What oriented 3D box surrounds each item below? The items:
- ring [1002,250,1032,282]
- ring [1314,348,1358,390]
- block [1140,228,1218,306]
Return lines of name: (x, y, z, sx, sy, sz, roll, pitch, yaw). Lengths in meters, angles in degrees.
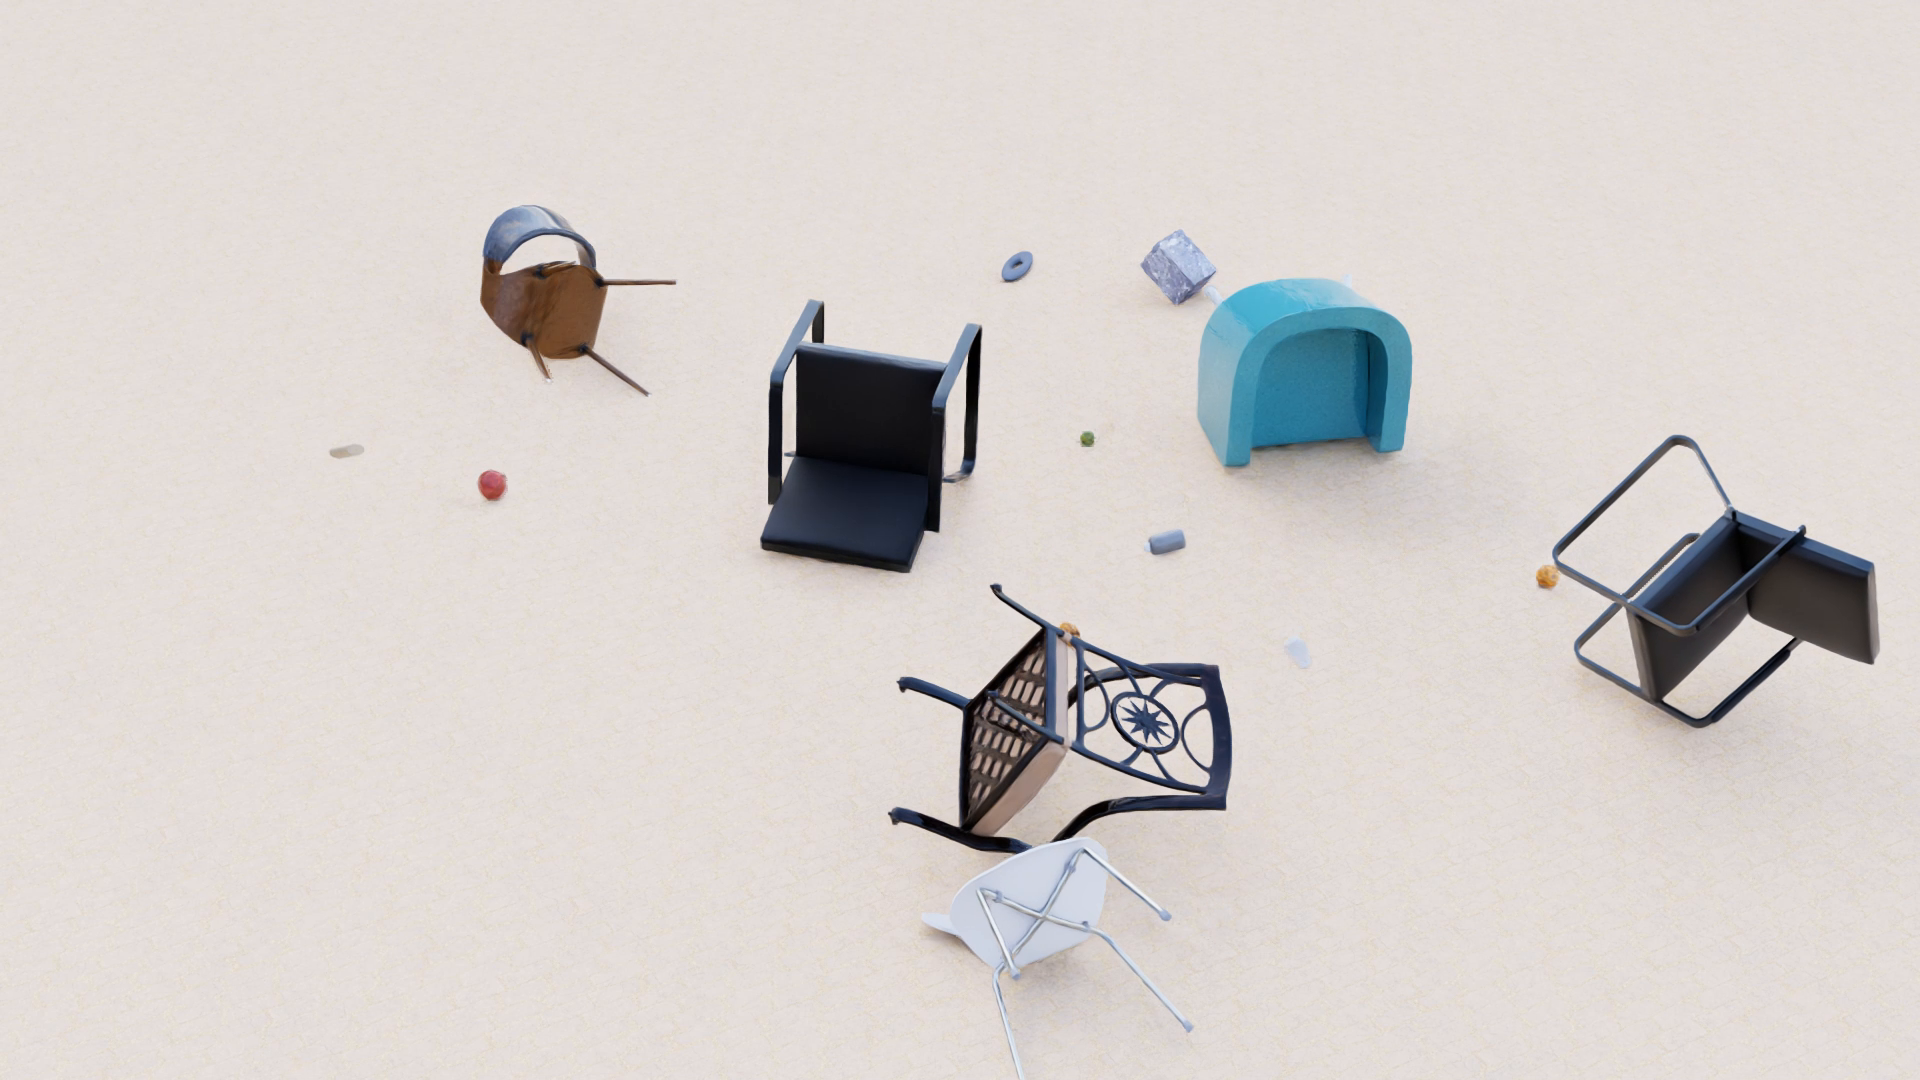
ring: (0.248, -1.188, 12.713, 0.108, 0.039, 0.264, 12, 36, 18)
ring: (1.529, -0.696, 11.919, 0.118, 0.093, 0.286, 22, 40, 33)
block: (0.928, -1.159, 12.462, 0.239, 0.161, 0.173, 49, 49, 9)
